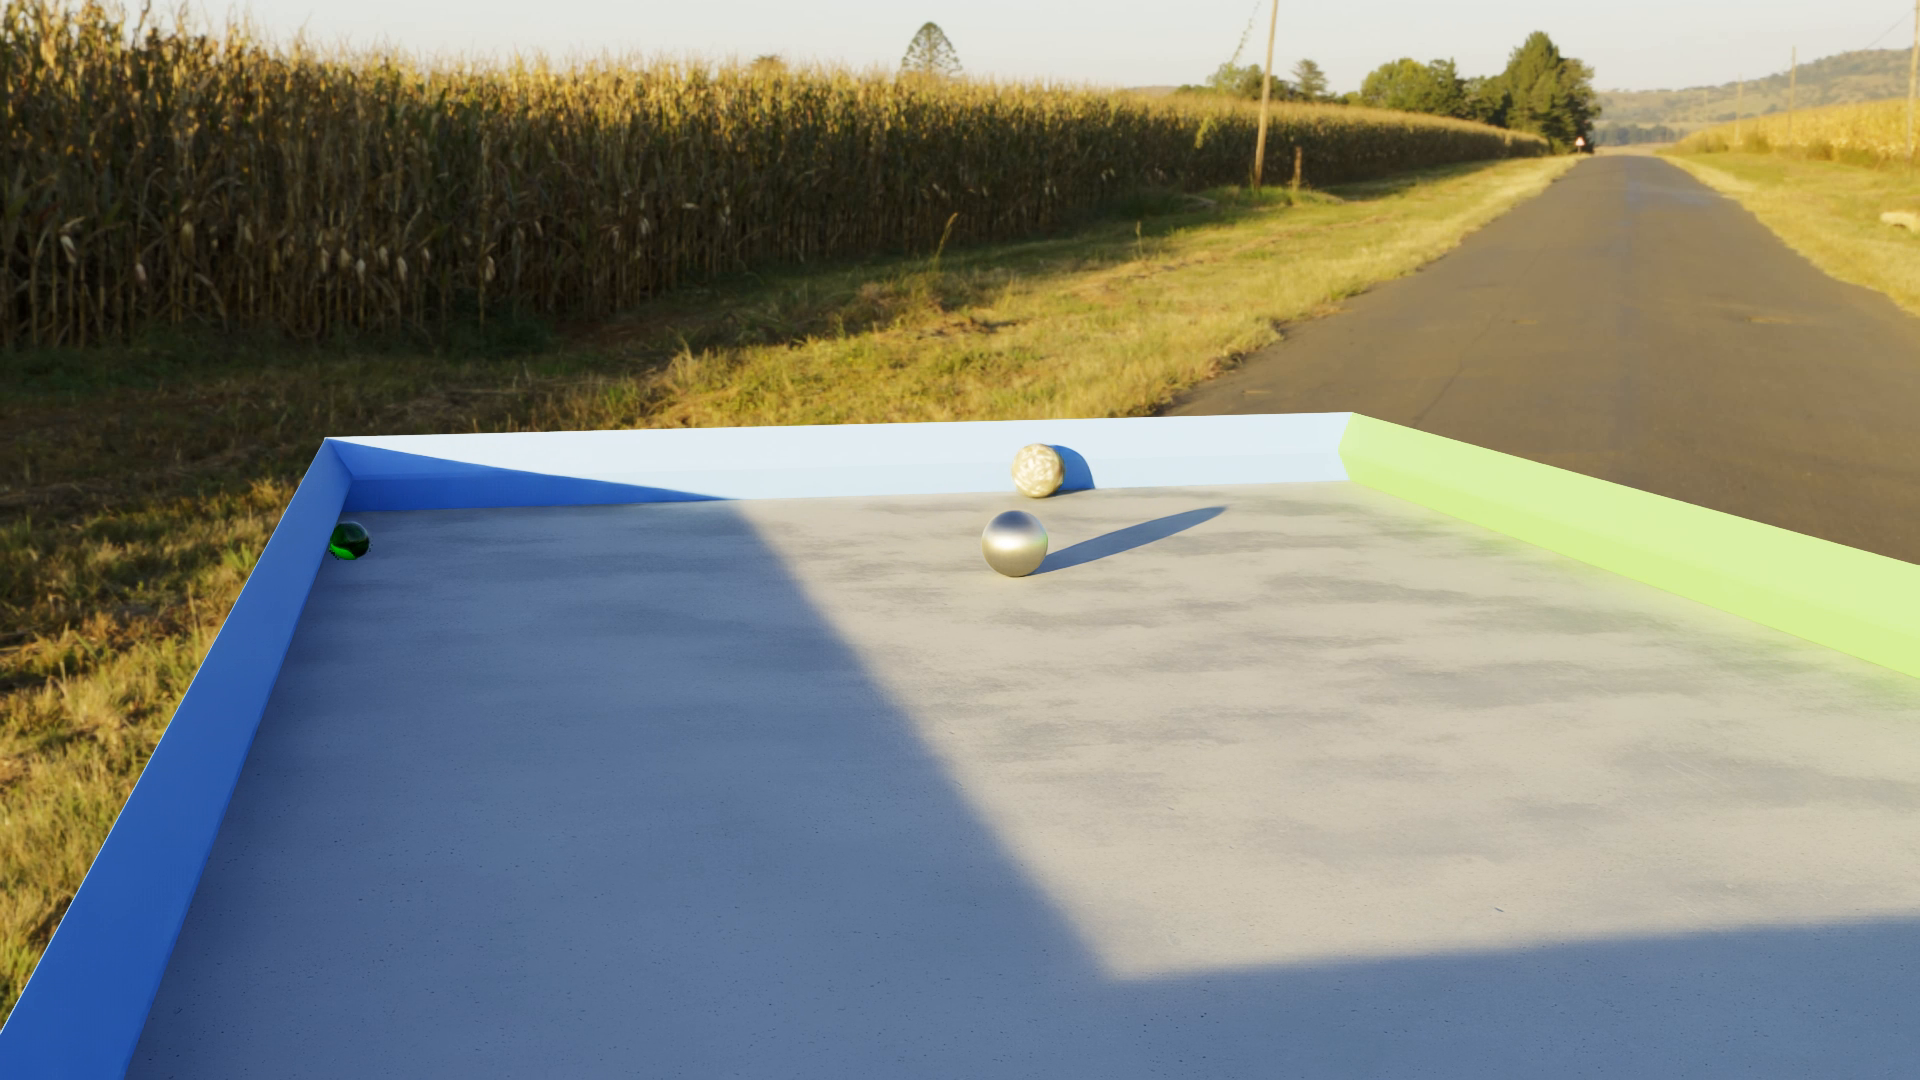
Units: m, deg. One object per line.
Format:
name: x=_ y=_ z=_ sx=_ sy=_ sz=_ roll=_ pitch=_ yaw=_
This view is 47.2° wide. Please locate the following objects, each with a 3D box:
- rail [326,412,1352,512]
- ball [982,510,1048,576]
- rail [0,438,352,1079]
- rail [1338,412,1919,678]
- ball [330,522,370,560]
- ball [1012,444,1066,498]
rail: x=-0.168 y=-0.141 z=3.963 sx=1.880 sy=0.128 sz=0.045 roll=-2 pitch=10 yaw=-12
ball: x=0.079 y=0.005 z=3.187 sx=0.097 sy=0.097 sz=0.097 roll=0 pitch=9 yaw=0
rail: x=-0.722 y=0.145 z=2.241 sx=0.045 sy=0.128 sz=3.219 roll=-2 pitch=10 yaw=-12
rail: x=1.068 y=0.081 z=2.629 sx=0.045 sy=0.128 sz=3.219 roll=-2 pitch=10 yaw=-12
ball: x=-0.923 y=0.001 z=3.327 sx=0.059 sy=0.059 sz=0.059 roll=0 pitch=9 yaw=0
ball: x=0.142 y=-0.125 z=3.962 sx=0.099 sy=0.099 sz=0.099 roll=0 pitch=9 yaw=0
